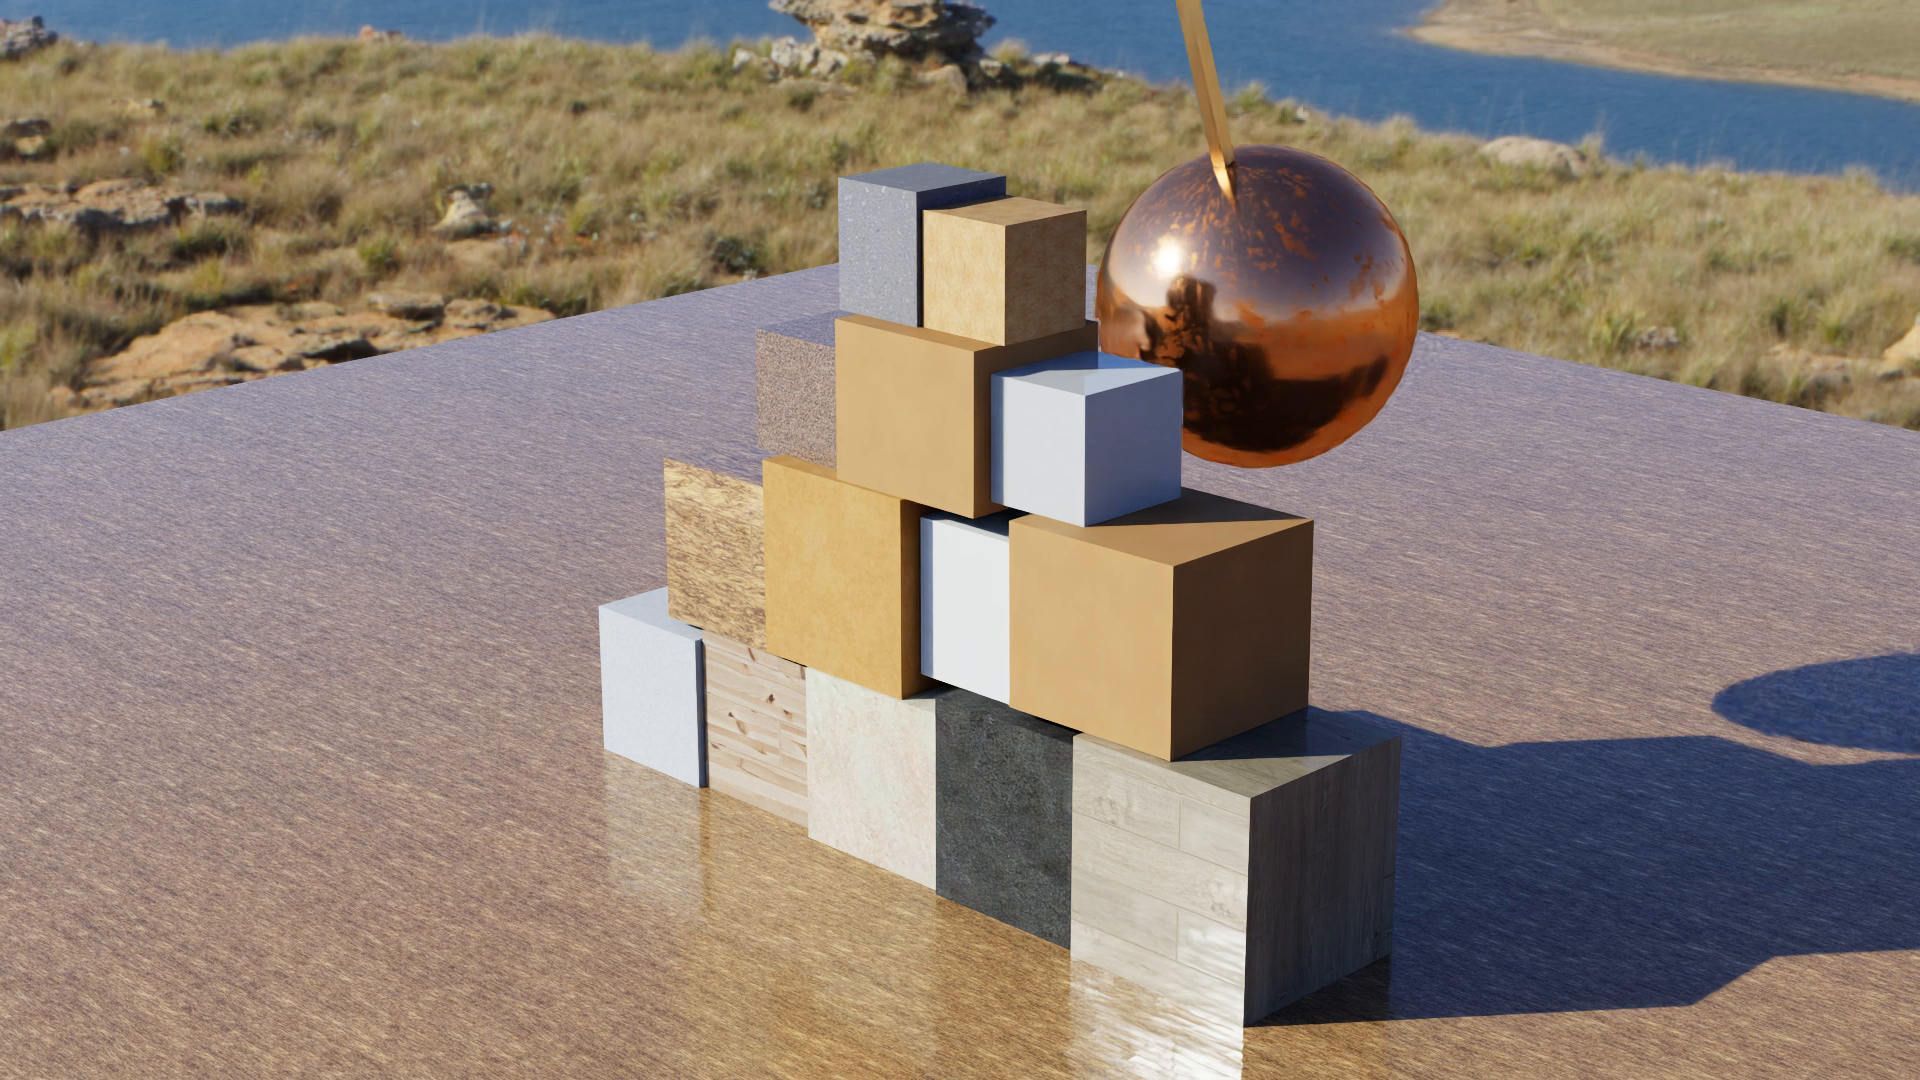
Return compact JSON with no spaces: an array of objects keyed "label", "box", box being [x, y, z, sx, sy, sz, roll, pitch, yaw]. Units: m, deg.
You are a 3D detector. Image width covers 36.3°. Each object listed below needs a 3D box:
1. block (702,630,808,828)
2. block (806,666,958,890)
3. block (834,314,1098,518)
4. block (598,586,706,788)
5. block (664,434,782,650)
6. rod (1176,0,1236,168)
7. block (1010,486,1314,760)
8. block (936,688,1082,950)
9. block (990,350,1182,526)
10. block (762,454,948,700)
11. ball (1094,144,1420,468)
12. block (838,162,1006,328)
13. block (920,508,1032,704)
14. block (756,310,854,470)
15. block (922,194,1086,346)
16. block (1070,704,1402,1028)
[{"label":"block","box":[-0.700,0.835,14.330,0.740,0.815,0.816,-17,24,-42]},{"label":"block","box":[-0.088,0.997,13.751,0.899,0.852,0.879,-17,24,-42]},{"label":"block","box":[0.028,-0.620,13.106,0.785,0.741,0.867,-17,24,-42]},{"label":"block","box":[-1.268,0.692,14.863,0.799,0.767,0.747,-17,24,-42]},{"label":"block","box":[-0.884,-0.009,14.295,0.757,0.814,0.796,-17,24,-42]},{"label":"rod","box":[0.636,-3.950,12.767,0.080,5.200,0.080,17,44,42]},{"label":"block","box":[0.857,0.318,12.554,0.906,0.841,0.920,-17,23,-42]},{"label":"block","box":[0.532,1.136,13.145,0.961,0.951,0.855,-17,24,-42]},{"label":"block","box":[0.546,-0.448,12.650,0.620,0.570,0.548,-17,23,-42]},{"label":"block","box":[-0.273,0.081,13.679,0.893,0.940,0.918,-17,24,-42]},{"label":"ball","box":[1.467,-1.155,14.516,1.600,1.600,1.600,0,17,0]},{"label":"block","box":[-0.168,-1.330,13.125,0.558,0.600,0.498,-17,24,-42]},{"label":"block","box":[0.297,0.252,13.137,0.668,0.742,0.672,-17,24,-42]},{"label":"block","box":[-0.505,-0.704,13.654,0.609,0.572,0.644,-17,24,-42]},{"label":"block","box":[0.194,-1.184,12.796,0.510,0.520,0.499,-17,24,-42]},{"label":"block","box":[1.171,1.305,12.505,0.999,1.012,0.962,-17,24,-42]}]
